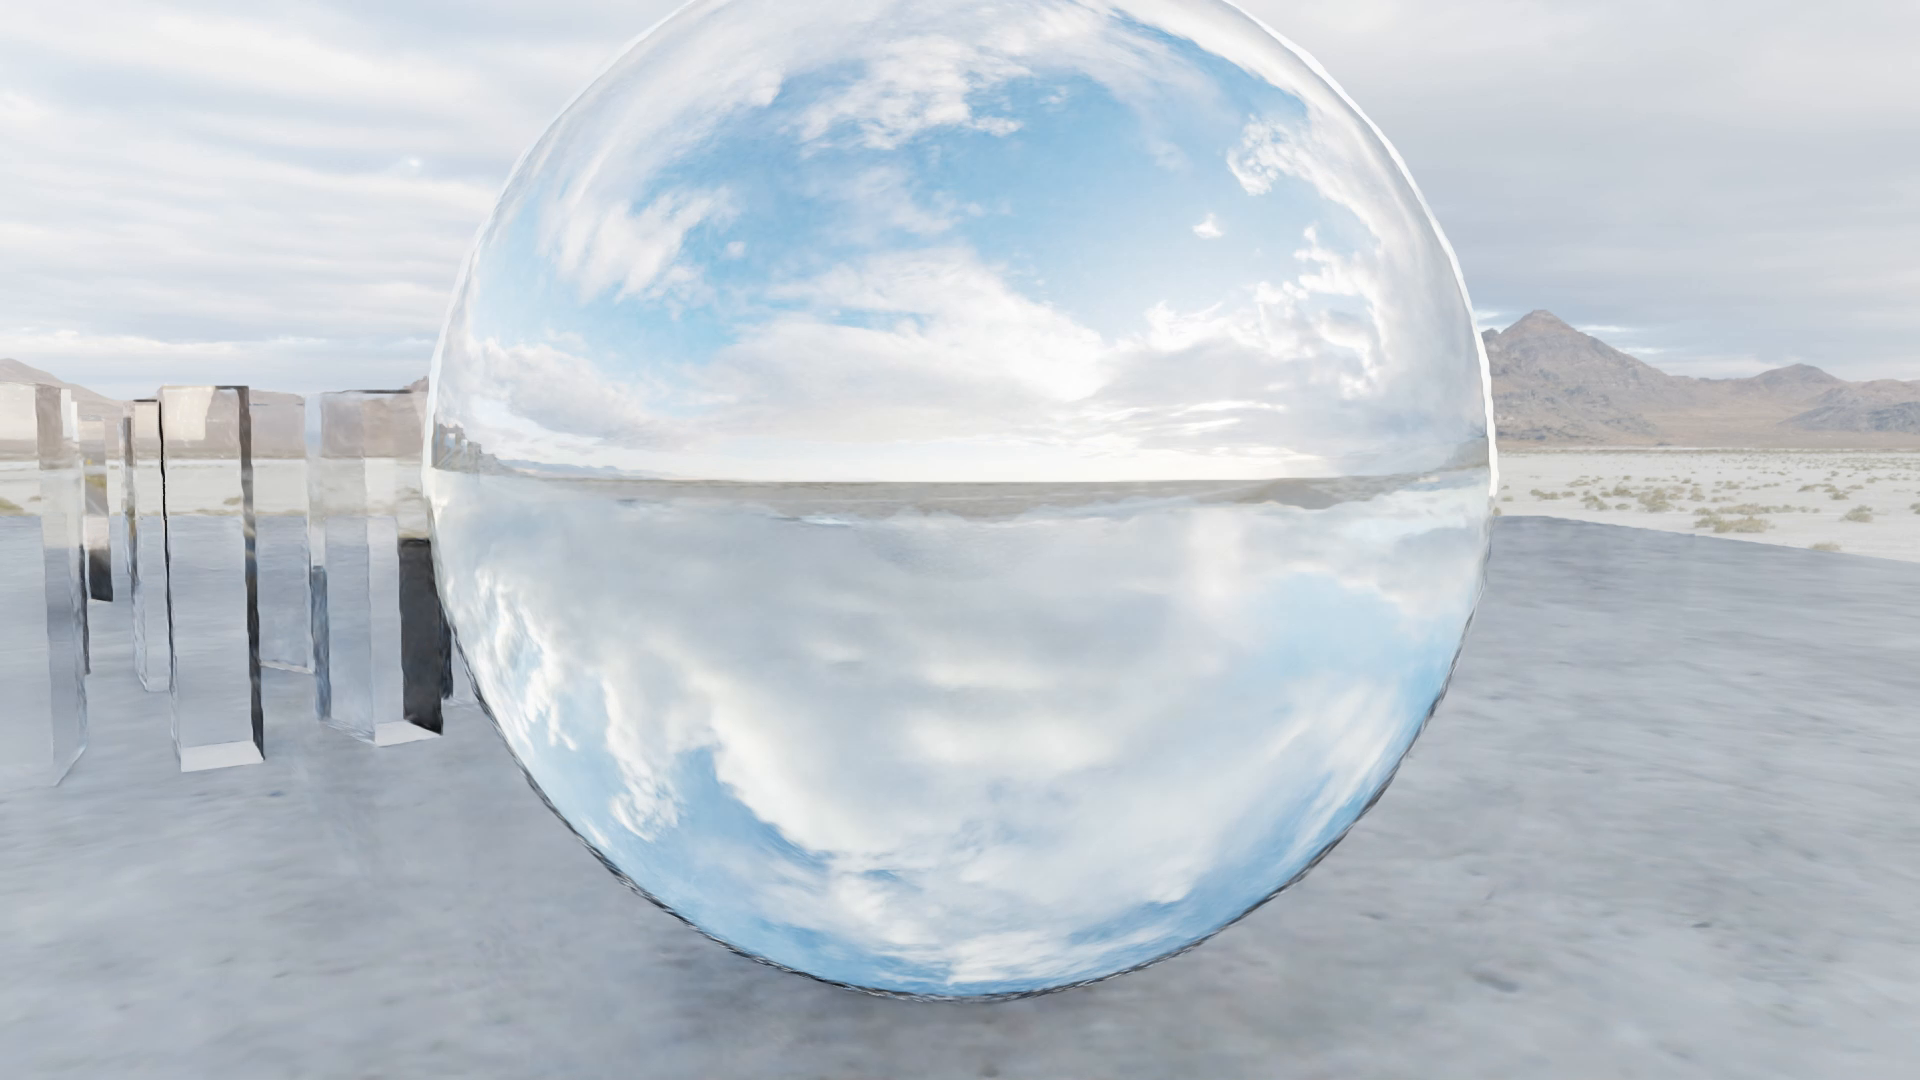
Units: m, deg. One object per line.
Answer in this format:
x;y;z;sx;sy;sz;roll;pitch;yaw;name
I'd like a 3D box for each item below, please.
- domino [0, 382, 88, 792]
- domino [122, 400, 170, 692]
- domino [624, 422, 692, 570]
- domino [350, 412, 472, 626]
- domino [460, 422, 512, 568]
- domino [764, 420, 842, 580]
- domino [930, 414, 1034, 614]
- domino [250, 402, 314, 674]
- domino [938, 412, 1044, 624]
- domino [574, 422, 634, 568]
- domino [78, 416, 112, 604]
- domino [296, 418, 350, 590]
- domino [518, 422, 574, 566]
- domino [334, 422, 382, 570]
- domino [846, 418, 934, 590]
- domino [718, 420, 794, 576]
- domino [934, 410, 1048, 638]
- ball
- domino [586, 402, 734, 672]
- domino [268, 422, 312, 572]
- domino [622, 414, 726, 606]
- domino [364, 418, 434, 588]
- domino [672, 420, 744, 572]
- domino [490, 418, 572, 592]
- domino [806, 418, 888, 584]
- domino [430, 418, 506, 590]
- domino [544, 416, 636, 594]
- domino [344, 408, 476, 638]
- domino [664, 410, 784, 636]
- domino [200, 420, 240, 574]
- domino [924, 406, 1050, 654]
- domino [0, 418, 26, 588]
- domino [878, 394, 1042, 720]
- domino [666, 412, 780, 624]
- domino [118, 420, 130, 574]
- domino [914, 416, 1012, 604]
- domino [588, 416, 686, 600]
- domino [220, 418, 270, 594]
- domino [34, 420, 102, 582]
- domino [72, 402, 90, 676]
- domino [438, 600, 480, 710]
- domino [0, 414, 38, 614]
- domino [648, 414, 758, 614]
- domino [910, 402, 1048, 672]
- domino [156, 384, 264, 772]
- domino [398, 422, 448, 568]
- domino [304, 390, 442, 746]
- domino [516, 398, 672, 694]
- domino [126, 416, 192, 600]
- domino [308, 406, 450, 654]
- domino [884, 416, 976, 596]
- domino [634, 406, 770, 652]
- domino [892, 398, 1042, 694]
-0.122;0.005;0.167;0.009;0.050;0.025;-2;5;-26;domino
-0.143;0.000;0.231;0.009;0.050;0.025;-3;5;-37;domino
-0.105;-0.016;0.447;0.010;0.050;0.025;2;5;21;domino
-0.131;-0.005;0.306;0.025;0.050;0.009;-2;5;-23;domino
-0.168;-0.017;0.454;0.009;0.050;0.025;0;4;-4;domino
-0.051;-0.014;0.414;0.009;0.050;0.025;4;6;39;domino
0.006;-0.007;0.327;0.025;0.050;0.010;-1;4;-8;domino
-0.129;-0.001;0.247;0.025;0.050;0.009;3;5;32;domino
0.007;-0.005;0.306;0.025;0.050;0.010;0;4;-2;domino
-0.125;-0.016;0.453;0.009;0.050;0.025;1;4;10;domino
-0.240;-0.008;0.346;0.025;0.050;0.009;3;5;37;domino
-0.190;-0.011;0.384;0.010;0.050;0.025;-1;5;-18;domino
-0.147;-0.017;0.455;0.009;0.050;0.025;0;4;2;domino
-0.210;-0.016;0.447;0.009;0.050;0.025;-1;4;-16;domino
-0.021;-0.011;0.384;0.025;0.050;0.010;-3;6;-39;domino
-0.068;-0.014;0.427;0.010;0.050;0.025;3;5;34;domino
0.007;-0.004;0.285;0.025;0.050;0.009;0;4;2;domino
0.000;-0.005;0.103;0.080;0.080;0.080;0;4;0;ball
-0.057;-0.001;0.246;0.025;0.050;0.009;1;4;15;domino
-0.230;-0.015;0.440;0.009;0.050;0.025;-2;5;-22;domino
-0.077;-0.008;0.346;0.025;0.050;0.010;-3;5;-37;domino
-0.169;-0.012;0.388;0.009;0.050;0.025;0;4;-3;domino
-0.086;-0.015;0.438;0.009;0.050;0.025;2;5;28;domino
-0.127;-0.011;0.382;0.010;0.050;0.025;1;4;16;domino
-0.035;-0.012;0.400;0.009;0.050;0.025;4;6;45;domino
-0.148;-0.011;0.387;0.010;0.050;0.025;1;4;7;domino
-0.108;-0.011;0.374;0.009;0.050;0.025;2;5;29;domino
-0.122;-0.004;0.287;0.025;0.050;0.009;-2;5;-19;domino
-0.053;-0.004;0.288;0.025;0.050;0.009;0;4;-4;domino
-0.249;-0.015;0.431;0.009;0.050;0.025;-3;5;-31;domino
0.006;-0.002;0.264;0.025;0.050;0.009;0;4;5;domino
-0.294;-0.011;0.386;0.025;0.050;0.009;3;5;34;domino
0.000;0.002;0.201;0.025;0.050;0.009;0;4;0;domino
-0.057;-0.006;0.309;0.025;0.050;0.009;-1;5;-18;domino
-0.266;-0.014;0.418;0.009;0.050;0.025;-4;6;-41;domino
0.001;-0.009;0.348;0.025;0.050;0.009;-1;5;-19;domino
-0.091;-0.010;0.362;0.009;0.050;0.025;4;6;44;domino
-0.209;-0.011;0.375;0.010;0.050;0.025;-3;5;-32;domino
-0.281;-0.013;0.403;0.025;0.050;0.009;4;6;41;domino
-0.162;0.001;0.223;0.010;0.050;0.025;-1;4;-15;domino
-0.074;0.002;0.207;0.025;0.050;0.009;3;5;32;domino
-0.250;-0.007;0.328;0.025;0.050;0.010;1;5;19;domino
-0.065;-0.007;0.328;0.025;0.050;0.009;-2;5;-28;domino
0.004;-0.001;0.243;0.025;0.050;0.009;0;4;6;domino
-0.104;0.004;0.178;0.009;0.050;0.025;-3;5;-34;domino
-0.189;-0.016;0.452;0.009;0.050;0.025;-1;4;-10;domino
-0.087;0.003;0.191;0.009;0.050;0.025;-4;6;-44;domino
-0.064;0.001;0.226;0.025;0.050;0.010;2;5;23;domino
-0.226;-0.010;0.362;0.009;0.050;0.025;-4;6;-42;domino
-0.121;-0.002;0.266;0.025;0.050;0.009;1;4;14;domino
-0.008;-0.010;0.367;0.025;0.050;0.010;-3;5;-31;domino
-0.053;-0.002;0.267;0.025;0.050;0.010;1;4;7;domino
0.001;0.001;0.222;0.025;0.050;0.009;0;4;6;domino
